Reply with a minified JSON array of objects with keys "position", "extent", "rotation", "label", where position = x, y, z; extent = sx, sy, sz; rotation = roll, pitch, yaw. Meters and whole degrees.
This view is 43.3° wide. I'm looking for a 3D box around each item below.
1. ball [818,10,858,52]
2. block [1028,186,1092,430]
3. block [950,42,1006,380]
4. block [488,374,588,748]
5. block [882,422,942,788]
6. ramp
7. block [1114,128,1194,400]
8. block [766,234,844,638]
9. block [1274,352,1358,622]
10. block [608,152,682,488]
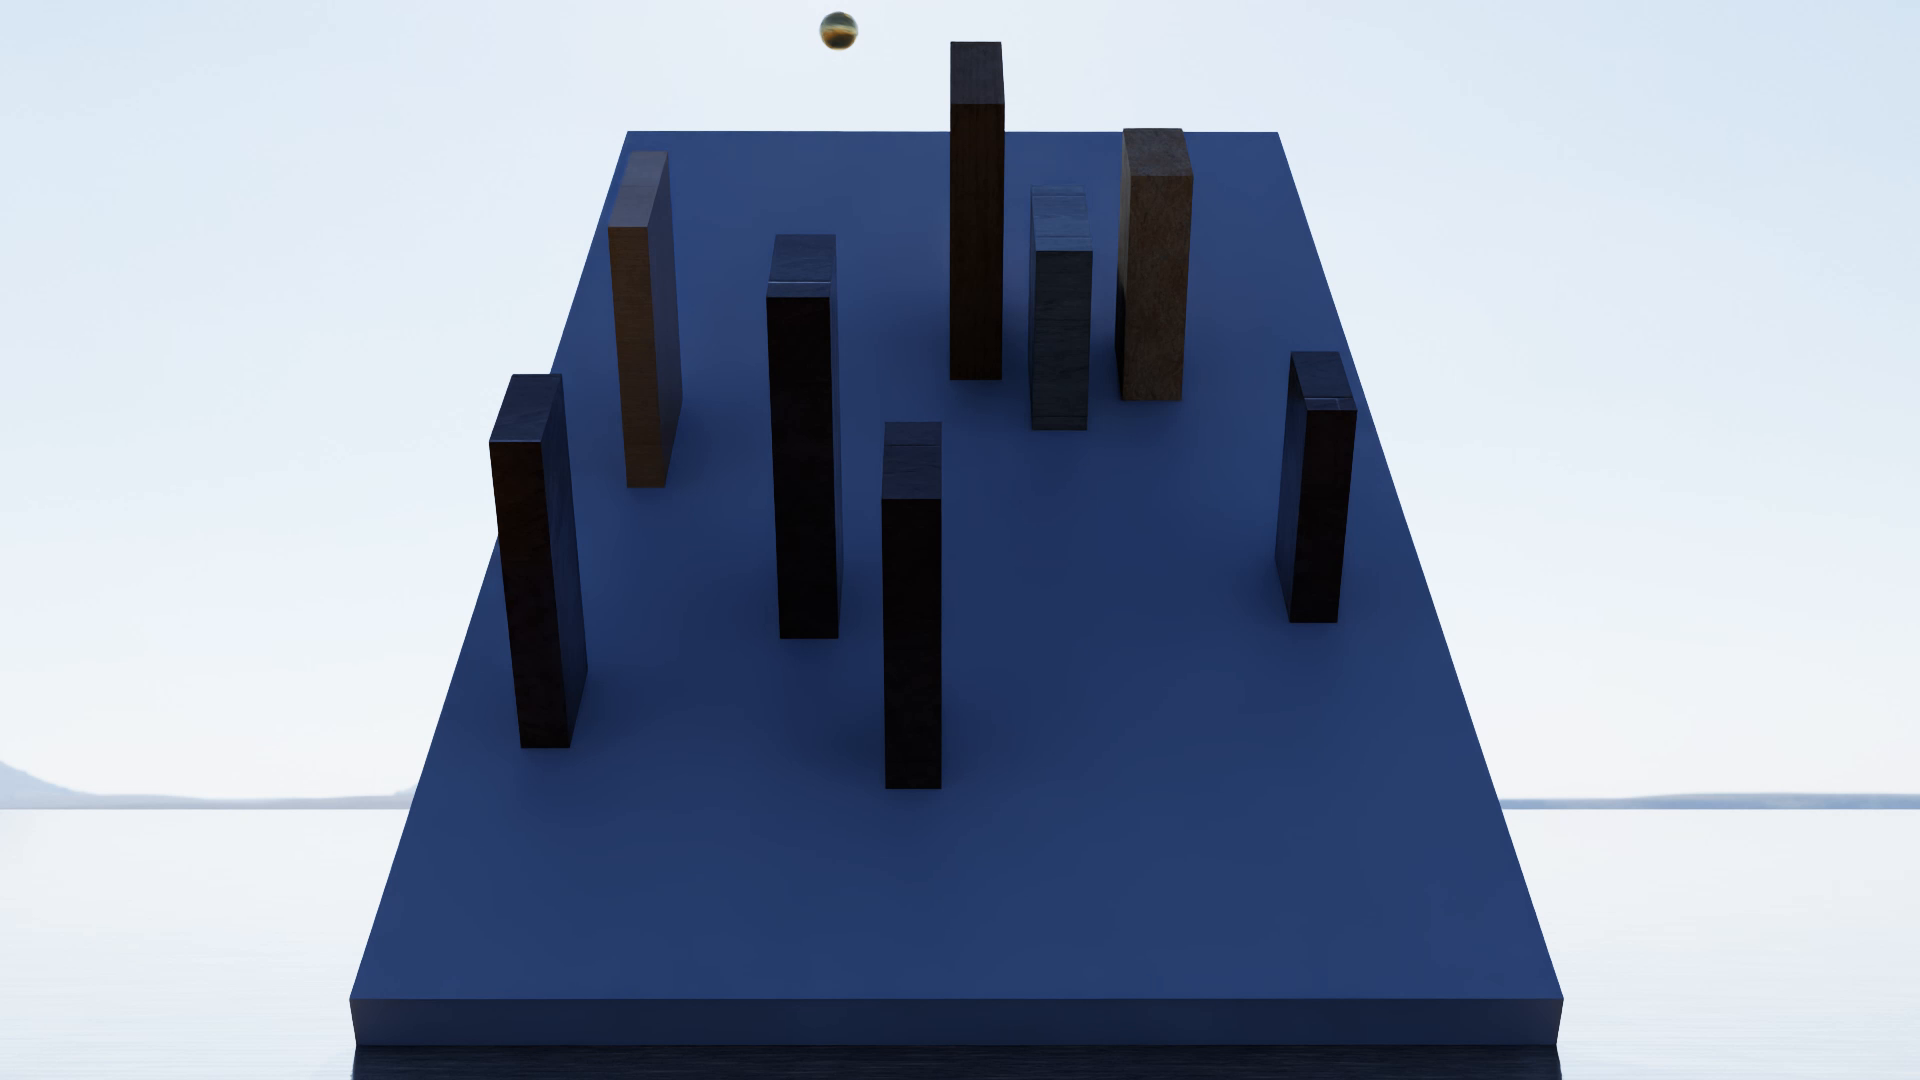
[{"position":[-0.358,-1.500,7.133],"extent":[0.117,0.117,0.117],"rotation":[0,-6,0],"label":"ball"},{"position":[0.236,-0.557,5.779],"extent":[0.129,0.460,0.394],"rotation":[0,30,0],"label":"block"},{"position":[0.039,-0.814,5.968],"extent":[0.127,0.711,0.447],"rotation":[0,30,0],"label":"block"},{"position":[-0.787,0.043,4.544],"extent":[0.092,0.657,0.271],"rotation":[0,30,0],"label":"block"},{"position":[-0.086,0.123,4.453],"extent":[0.103,0.616,0.288],"rotation":[0,30,0],"label":"block"},{"position":[-0.013,-0.208,5.733],"extent":[2.000,0.100,4.000],"rotation":[0,30,0],"label":"ramp"},{"position":[0.464,-0.666,5.848],"extent":[0.143,0.579,0.311],"rotation":[0,30,0],"label":"block"},{"position":[-0.307,-0.203,4.867],"extent":[0.119,0.761,0.300],"rotation":[0,30,0],"label":"block"},{"position":[0.729,-0.108,4.979],"extent":[0.098,0.492,0.264],"rotation":[0,30,0],"label":"block"},{"position":[-0.711,-0.505,5.508],"extent":[0.084,0.635,0.444],"rotation":[0,30,0],"label":"block"}]
